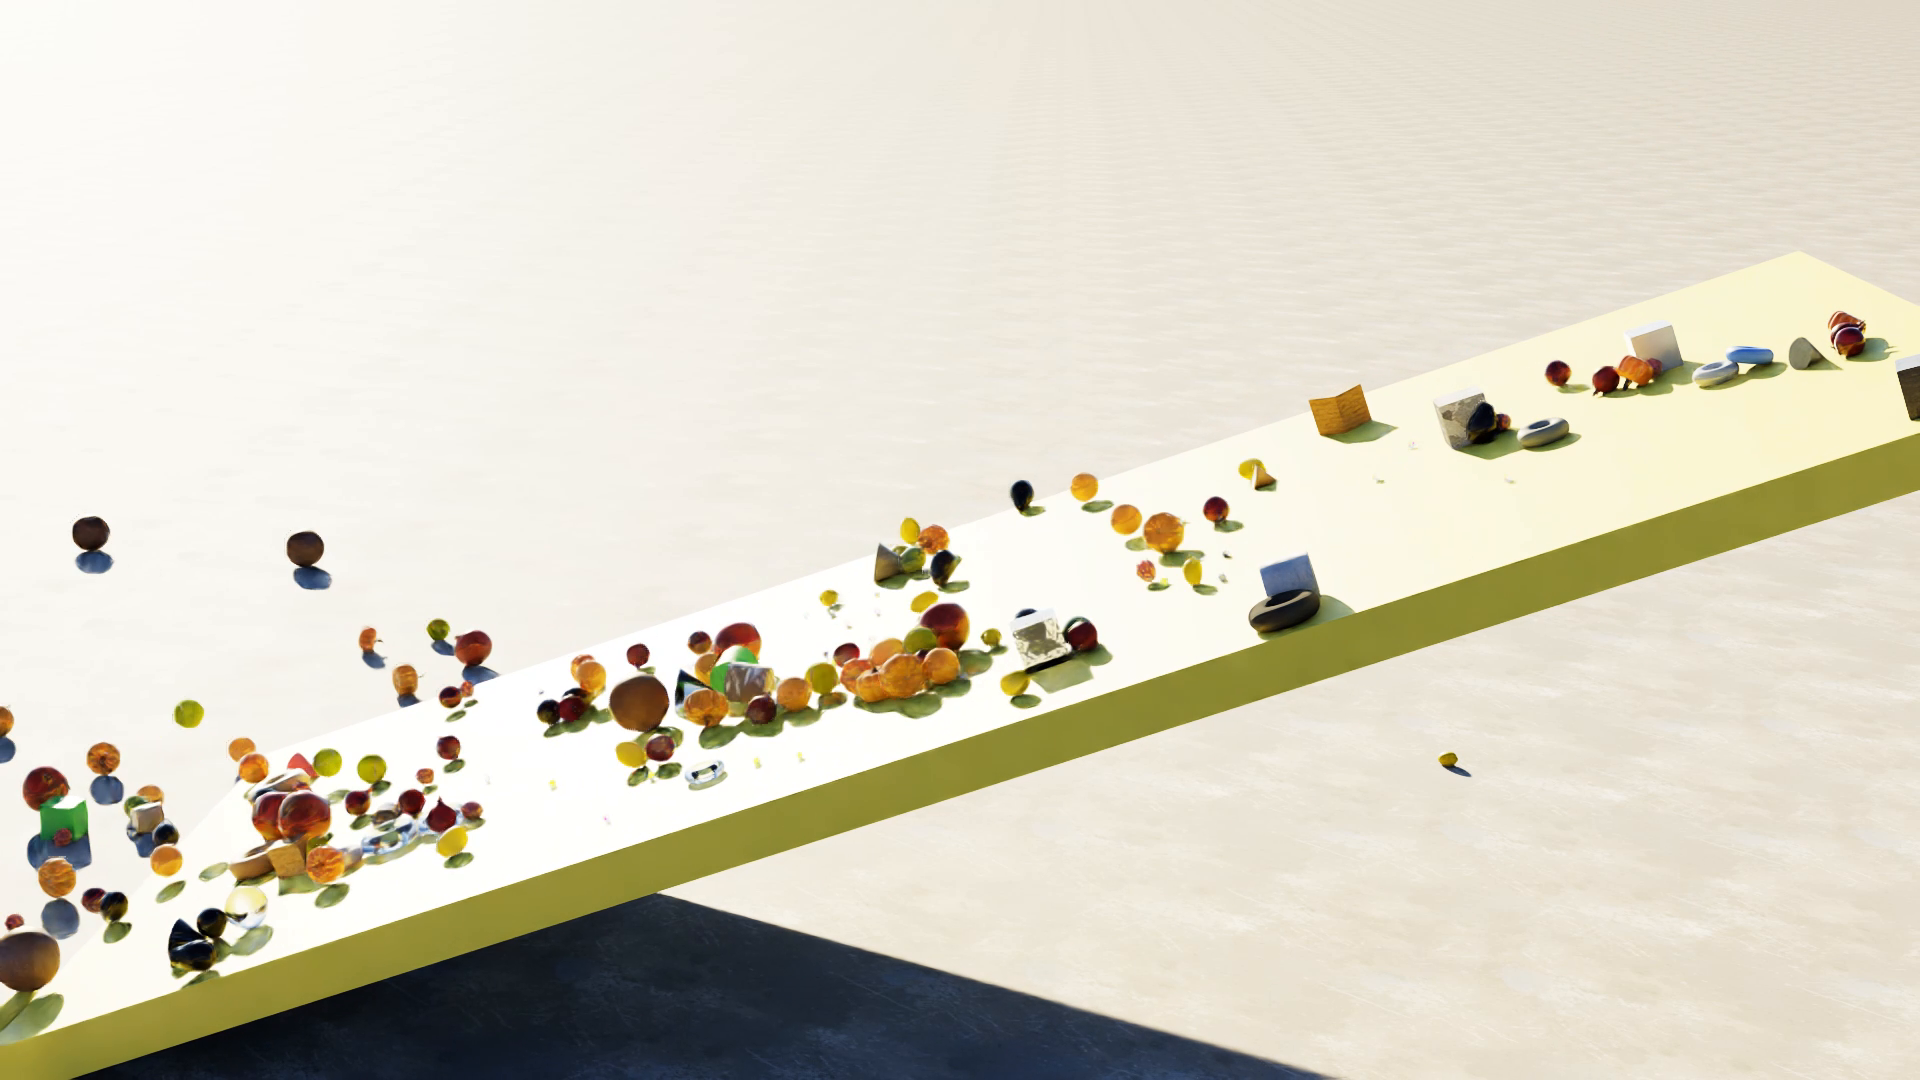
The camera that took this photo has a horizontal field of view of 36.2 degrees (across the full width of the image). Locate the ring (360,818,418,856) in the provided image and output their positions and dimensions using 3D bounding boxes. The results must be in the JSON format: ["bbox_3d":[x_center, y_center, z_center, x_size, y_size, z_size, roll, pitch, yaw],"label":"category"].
[{"bbox_3d":[-1.167,0.607,6.017,0.124,0.041,0.124,-19,12,4],"label":"ring"}]

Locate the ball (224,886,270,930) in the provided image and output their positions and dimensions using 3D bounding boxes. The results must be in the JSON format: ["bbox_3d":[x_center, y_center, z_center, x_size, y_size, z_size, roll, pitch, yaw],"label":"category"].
[{"bbox_3d":[-1.391,0.716,5.734,0.086,0.086,0.086,0,12,0],"label":"ball"}]

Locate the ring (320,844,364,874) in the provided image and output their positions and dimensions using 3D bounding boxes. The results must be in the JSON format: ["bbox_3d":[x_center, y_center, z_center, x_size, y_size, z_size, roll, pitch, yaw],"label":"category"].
[{"bbox_3d":[-1.260,0.650,5.992,0.094,0.031,0.094,-20,12,4],"label":"ring"}]

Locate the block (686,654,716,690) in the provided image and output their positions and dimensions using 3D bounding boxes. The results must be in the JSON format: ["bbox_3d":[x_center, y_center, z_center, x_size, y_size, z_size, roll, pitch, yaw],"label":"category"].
[{"bbox_3d":[-0.558,0.295,6.447,0.061,0.061,0.061,-23,11,-7],"label":"block"}]

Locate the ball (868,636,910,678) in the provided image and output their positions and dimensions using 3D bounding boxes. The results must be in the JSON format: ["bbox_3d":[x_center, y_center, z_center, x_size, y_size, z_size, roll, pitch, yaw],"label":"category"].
[{"bbox_3d":[-0.143,0.238,5.956,0.086,0.086,0.086,0,12,0],"label":"ball"}]

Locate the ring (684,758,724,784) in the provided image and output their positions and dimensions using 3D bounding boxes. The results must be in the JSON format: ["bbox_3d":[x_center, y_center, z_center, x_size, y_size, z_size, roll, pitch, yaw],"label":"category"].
[{"bbox_3d":[-0.494,0.447,5.682,0.083,0.028,0.083,-17,12,4],"label":"ring"}]

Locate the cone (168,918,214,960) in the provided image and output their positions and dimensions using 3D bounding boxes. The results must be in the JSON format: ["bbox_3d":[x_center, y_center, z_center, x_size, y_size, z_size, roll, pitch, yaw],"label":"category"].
[{"bbox_3d":[-1.483,0.782,5.710,0.081,0.081,0.081,10,13,8],"label":"cone"}]

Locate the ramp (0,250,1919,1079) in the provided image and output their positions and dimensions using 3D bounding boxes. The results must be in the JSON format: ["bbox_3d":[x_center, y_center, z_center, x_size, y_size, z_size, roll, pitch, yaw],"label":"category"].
[{"bbox_3d":[0.107,0.180,6.304,4.000,0.100,2.000,-18,11,6],"label":"ramp"}]

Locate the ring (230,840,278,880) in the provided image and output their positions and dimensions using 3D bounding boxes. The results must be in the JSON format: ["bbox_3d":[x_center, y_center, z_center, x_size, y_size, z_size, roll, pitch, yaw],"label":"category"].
[{"bbox_3d":[-1.477,0.675,6.208,0.134,0.045,0.134,-18,12,4],"label":"ring"}]

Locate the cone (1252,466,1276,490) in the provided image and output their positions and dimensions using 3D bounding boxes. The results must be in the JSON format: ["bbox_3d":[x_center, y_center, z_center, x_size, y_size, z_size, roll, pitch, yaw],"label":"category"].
[{"bbox_3d":[0.682,-0.136,6.545,0.054,0.054,0.054,8,12,-1],"label":"cone"}]

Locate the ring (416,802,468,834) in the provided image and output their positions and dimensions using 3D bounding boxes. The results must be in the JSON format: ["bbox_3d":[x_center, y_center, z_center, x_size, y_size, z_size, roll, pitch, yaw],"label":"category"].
[{"bbox_3d":[-1.059,0.570,6.024,0.111,0.037,0.111,-16,11,3],"label":"ring"}]

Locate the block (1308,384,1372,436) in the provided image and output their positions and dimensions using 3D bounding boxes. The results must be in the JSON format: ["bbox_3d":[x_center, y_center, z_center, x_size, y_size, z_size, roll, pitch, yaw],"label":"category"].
[{"bbox_3d":[0.885,-0.303,6.848,0.090,0.090,0.090,-27,13,-34],"label":"block"}]

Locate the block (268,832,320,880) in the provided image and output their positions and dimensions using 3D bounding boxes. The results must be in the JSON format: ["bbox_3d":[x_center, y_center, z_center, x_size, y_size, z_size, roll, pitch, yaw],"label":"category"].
[{"bbox_3d":[-1.378,0.653,6.085,0.068,0.068,0.068,-17,11,13],"label":"block"}]

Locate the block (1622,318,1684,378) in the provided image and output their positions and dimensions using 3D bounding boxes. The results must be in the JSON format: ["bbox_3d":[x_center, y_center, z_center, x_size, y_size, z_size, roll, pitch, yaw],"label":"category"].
[{"bbox_3d":[1.492,-0.412,6.332,0.092,0.092,0.092,-18,11,6],"label":"block"}]

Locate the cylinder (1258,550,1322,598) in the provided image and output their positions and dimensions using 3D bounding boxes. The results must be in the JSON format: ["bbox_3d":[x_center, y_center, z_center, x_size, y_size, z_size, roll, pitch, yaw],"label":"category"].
[{"bbox_3d":[0.610,0.075,5.441,0.093,0.093,0.093,-18,10,9],"label":"cylinder"}]

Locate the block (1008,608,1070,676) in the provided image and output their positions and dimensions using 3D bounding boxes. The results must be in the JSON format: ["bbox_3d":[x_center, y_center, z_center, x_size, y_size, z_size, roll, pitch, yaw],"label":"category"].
[{"bbox_3d":[0.153,0.194,5.649,0.090,0.090,0.090,-19,11,1],"label":"block"}]

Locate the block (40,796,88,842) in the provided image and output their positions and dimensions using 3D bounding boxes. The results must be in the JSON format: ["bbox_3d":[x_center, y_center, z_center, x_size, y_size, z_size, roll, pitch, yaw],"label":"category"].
[{"bbox_3d":[-2.168,0.674,7.115,0.084,0.084,0.084,1,12,6],"label":"block"}]

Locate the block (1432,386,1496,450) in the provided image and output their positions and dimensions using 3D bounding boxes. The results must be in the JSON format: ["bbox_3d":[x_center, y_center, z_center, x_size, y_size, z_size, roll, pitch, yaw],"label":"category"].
[{"bbox_3d":[1.077,-0.262,6.287,0.098,0.098,0.098,-19,11,4],"label":"block"}]

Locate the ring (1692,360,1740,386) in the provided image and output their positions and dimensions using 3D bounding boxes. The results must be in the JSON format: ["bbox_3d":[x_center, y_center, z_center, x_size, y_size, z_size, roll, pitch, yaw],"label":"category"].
[{"bbox_3d":[1.553,-0.342,6.041,0.098,0.033,0.098,-18,12,4],"label":"ring"}]

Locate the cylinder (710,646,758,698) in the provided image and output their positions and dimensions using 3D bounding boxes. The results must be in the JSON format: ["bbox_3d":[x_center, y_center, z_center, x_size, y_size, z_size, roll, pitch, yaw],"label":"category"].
[{"bbox_3d":[-0.482,0.284,6.291,0.086,0.086,0.086,2,21,9],"label":"cylinder"}]

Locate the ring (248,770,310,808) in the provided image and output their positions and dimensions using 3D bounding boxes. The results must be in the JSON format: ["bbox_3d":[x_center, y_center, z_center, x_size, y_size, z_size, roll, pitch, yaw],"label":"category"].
[{"bbox_3d":[-1.587,0.580,6.852,0.150,0.050,0.150,-22,9,4],"label":"ring"}]

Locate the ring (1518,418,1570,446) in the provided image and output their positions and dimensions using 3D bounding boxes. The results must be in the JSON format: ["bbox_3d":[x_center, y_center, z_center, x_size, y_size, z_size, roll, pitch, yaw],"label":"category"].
[{"bbox_3d":[1.199,-0.221,6.043,0.109,0.036,0.109,-18,12,4],"label":"ring"}]

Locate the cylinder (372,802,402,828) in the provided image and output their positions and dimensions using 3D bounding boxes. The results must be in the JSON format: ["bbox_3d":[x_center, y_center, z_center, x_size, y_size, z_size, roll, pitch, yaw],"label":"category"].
[{"bbox_3d":[-1.198,0.582,6.152,0.056,0.056,0.056,-1,10,-3],"label":"cylinder"}]

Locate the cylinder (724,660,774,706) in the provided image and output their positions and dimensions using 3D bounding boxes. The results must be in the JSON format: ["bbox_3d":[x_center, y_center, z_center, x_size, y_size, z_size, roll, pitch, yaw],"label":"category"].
[{"bbox_3d":[-0.437,0.298,6.095,0.084,0.084,0.084,8,14,11],"label":"cylinder"}]

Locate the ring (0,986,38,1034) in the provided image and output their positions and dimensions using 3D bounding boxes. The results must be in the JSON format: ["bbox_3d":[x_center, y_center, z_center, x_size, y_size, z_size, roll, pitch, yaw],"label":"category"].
[{"bbox_3d":[-1.881,0.941,5.824,0.046,0.138,0.138,45,15,-2],"label":"ring"}]

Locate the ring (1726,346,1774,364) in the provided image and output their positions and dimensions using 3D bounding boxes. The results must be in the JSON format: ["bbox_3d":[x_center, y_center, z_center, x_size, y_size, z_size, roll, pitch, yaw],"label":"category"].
[{"bbox_3d":[1.622,-0.380,6.041,0.097,0.032,0.097,3,8,0],"label":"ring"}]

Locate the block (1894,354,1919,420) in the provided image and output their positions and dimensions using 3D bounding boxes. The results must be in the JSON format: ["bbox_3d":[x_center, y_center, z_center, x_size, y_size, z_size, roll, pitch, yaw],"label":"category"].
[{"bbox_3d":[1.732,-0.280,5.259,0.093,0.093,0.093,-15,11,19],"label":"block"}]

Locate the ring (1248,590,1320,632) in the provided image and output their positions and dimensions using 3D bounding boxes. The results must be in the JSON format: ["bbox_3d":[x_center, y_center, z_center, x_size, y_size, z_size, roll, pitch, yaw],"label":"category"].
[{"bbox_3d":[0.588,0.128,5.345,0.135,0.045,0.135,-19,9,3],"label":"ring"}]
